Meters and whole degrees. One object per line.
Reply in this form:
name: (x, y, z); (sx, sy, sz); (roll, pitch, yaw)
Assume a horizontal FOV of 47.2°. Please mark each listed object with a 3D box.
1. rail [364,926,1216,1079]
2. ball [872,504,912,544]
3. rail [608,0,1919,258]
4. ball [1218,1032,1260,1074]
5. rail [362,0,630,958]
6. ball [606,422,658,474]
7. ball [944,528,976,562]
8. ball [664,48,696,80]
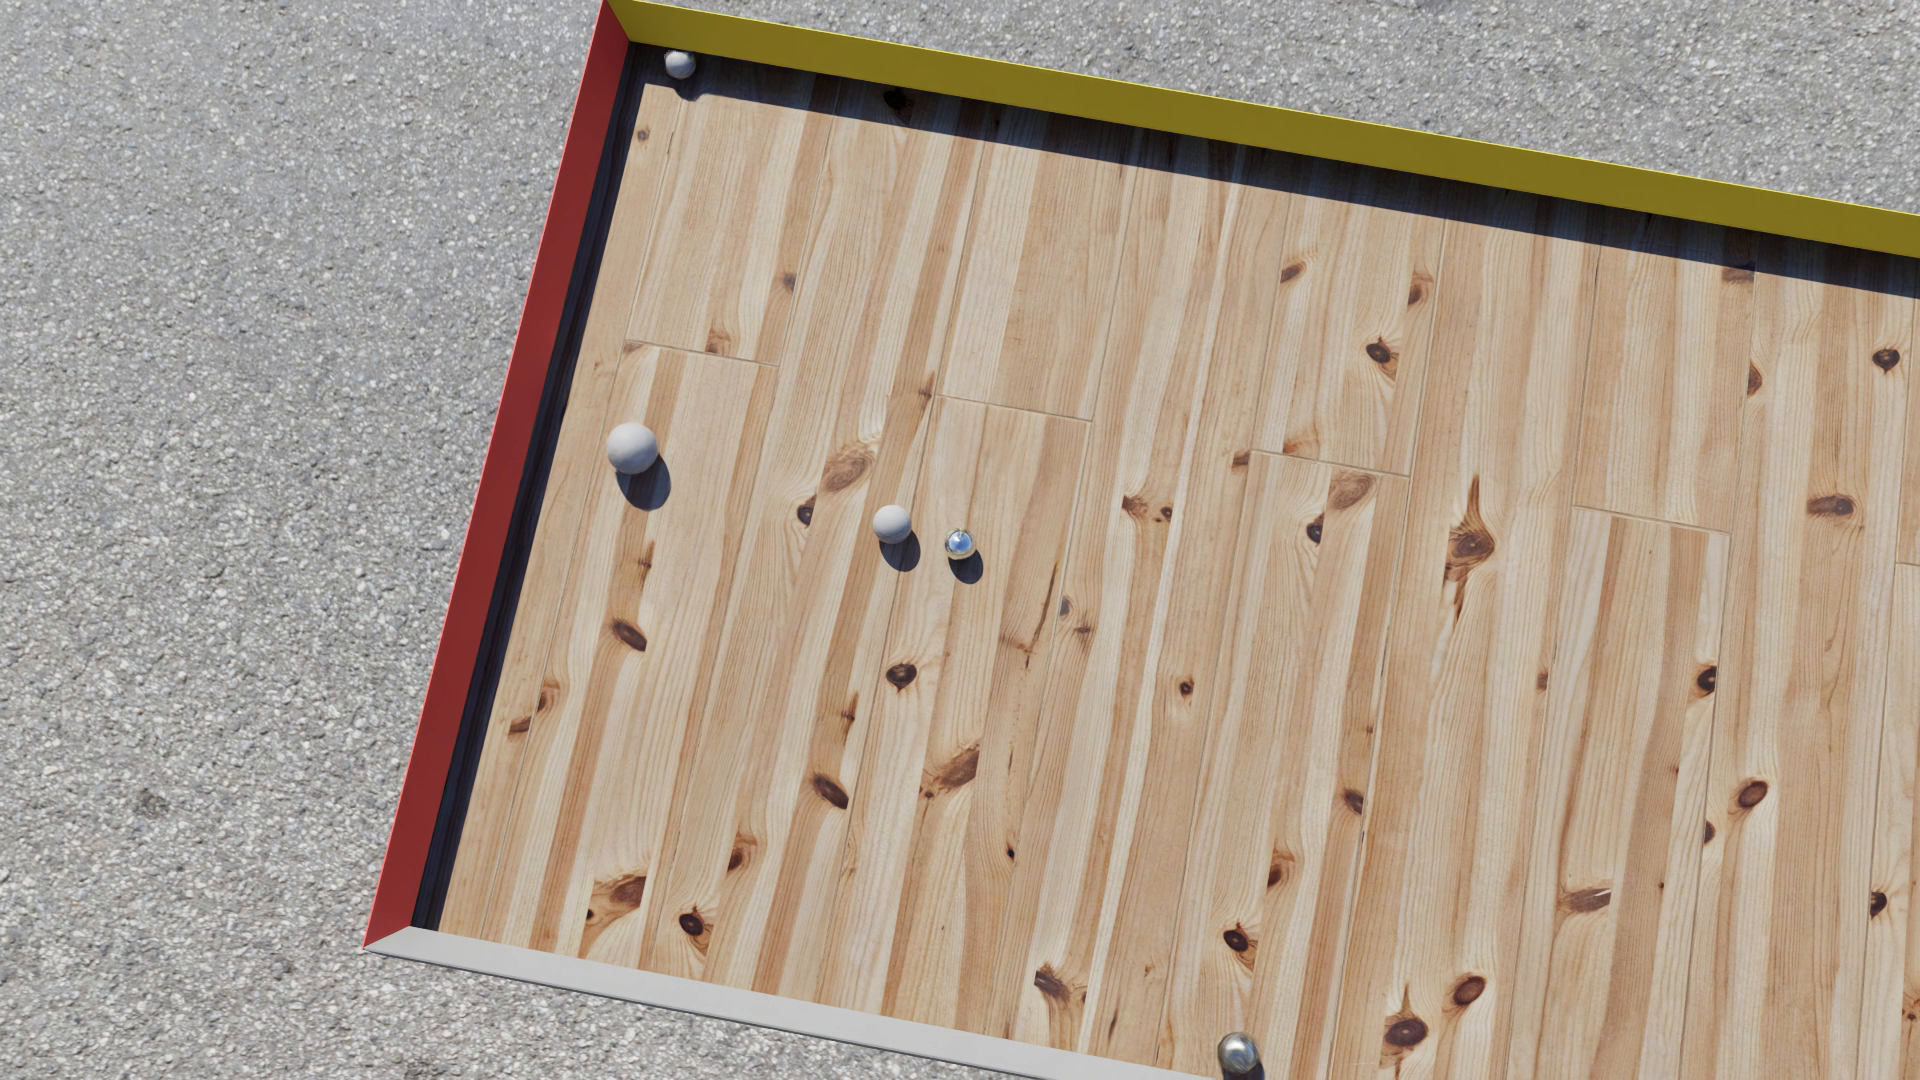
rail: (0.576, 0.825, 3.108); (2.891, 0.105, 0.045); (10, 75, 3)
ball: (-0.104, -0.024, 3.363); (0.061, 0.061, 0.061); (0, 75, 0)
rail: (0.846, -0.584, 3.492); (2.891, 0.105, 0.045); (10, 75, 3)
ball: (0.399, 0.736, 3.157); (0.060, 0.060, 0.060); (0, 75, 0)
rail: (-0.687, -0.129, 3.368); (0.045, 0.105, 1.533); (10, 75, 3)
ball: (-0.506, -0.141, 3.385); (0.081, 0.081, 0.081); (0, 75, 0)
ball: (0.000, 0.007, 3.360); (0.051, 0.051, 0.051); (0, 75, 0)
ball: (-0.454, -0.775, 3.574); (0.050, 0.050, 0.050); (0, 75, 0)
